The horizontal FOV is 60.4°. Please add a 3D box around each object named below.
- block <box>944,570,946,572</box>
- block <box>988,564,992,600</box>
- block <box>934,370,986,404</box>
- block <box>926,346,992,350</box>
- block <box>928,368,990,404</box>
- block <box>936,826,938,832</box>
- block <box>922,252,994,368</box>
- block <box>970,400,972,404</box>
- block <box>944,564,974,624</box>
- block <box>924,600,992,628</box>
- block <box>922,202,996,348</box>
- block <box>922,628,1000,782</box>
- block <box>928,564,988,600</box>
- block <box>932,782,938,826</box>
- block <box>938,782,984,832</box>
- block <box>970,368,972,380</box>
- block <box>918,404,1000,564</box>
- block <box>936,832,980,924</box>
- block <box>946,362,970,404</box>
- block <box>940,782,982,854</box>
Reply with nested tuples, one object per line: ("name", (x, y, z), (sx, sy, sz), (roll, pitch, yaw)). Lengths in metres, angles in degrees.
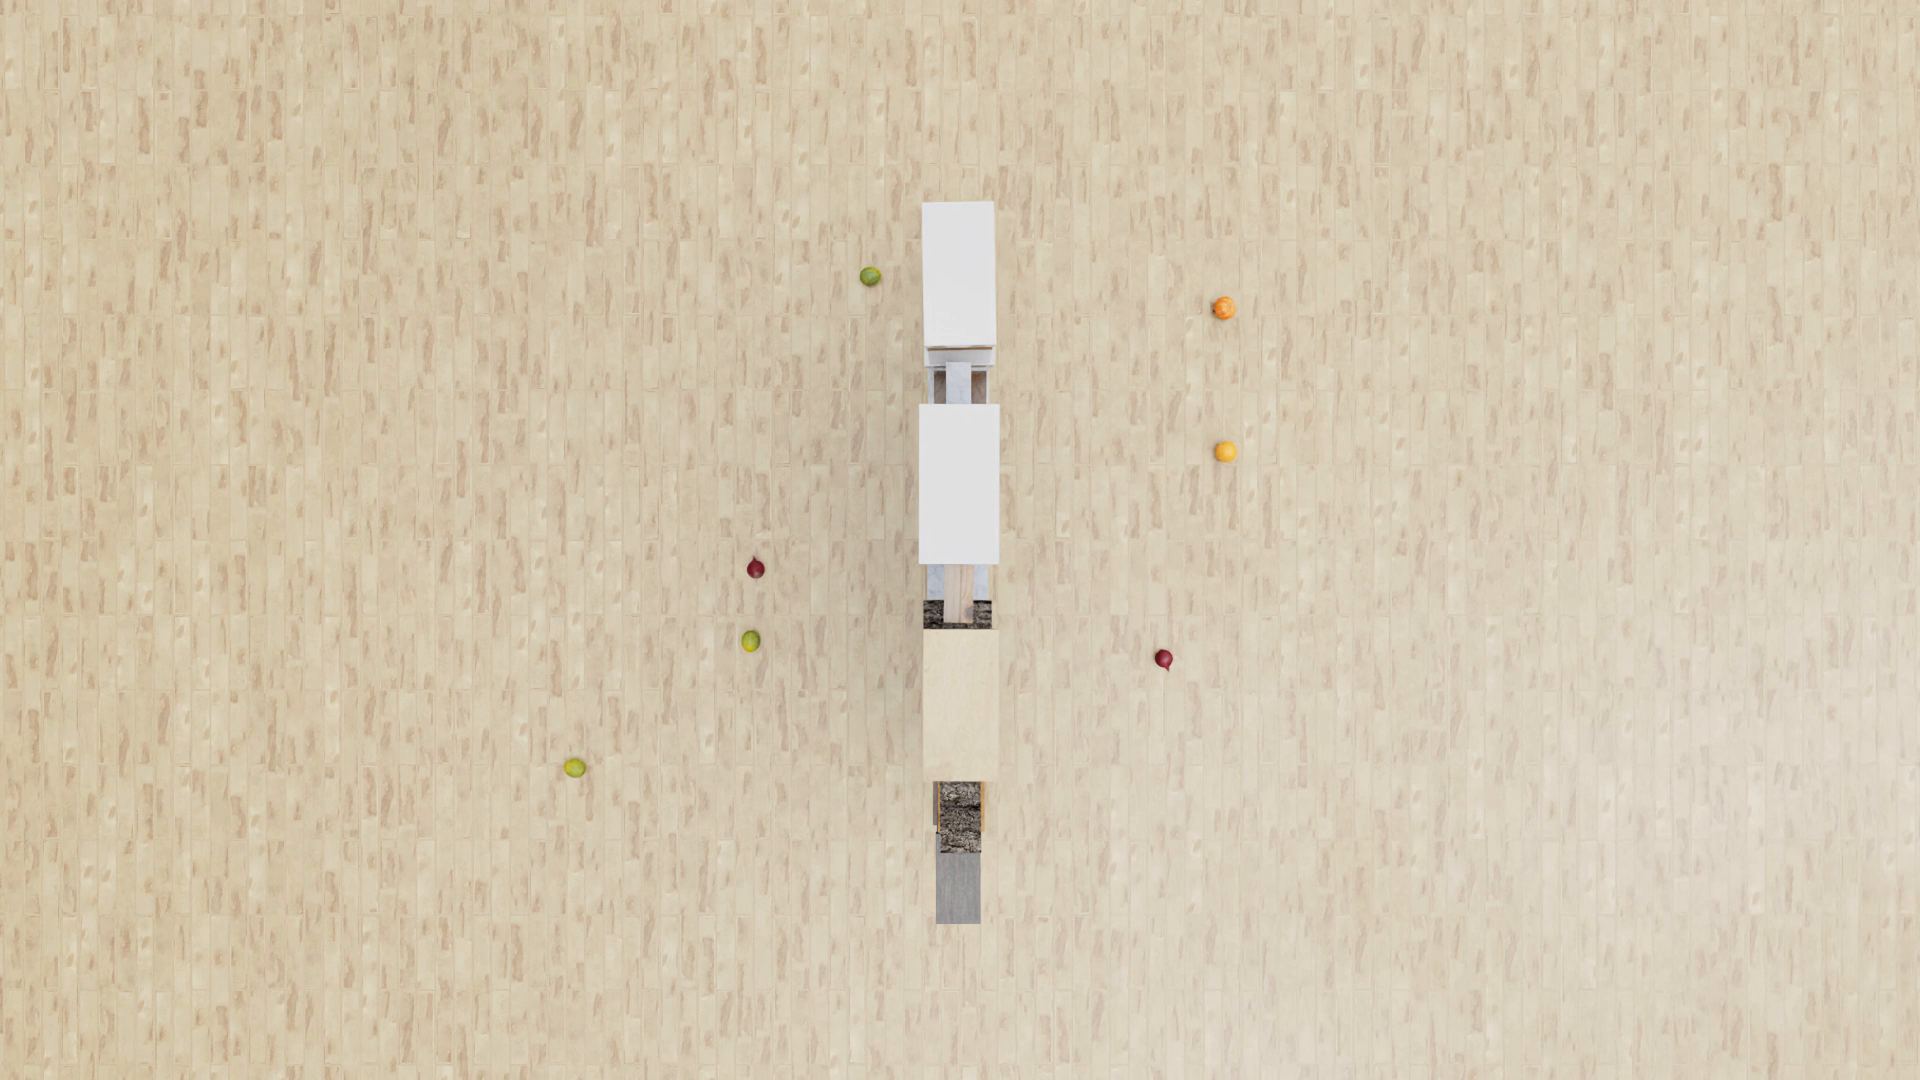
("block", (-0.002, 0.082, 4.058), (0.070, 0.140, 0.020), (0, 90, 0))
("block", (0.002, 0.013, 4.499), (0.173, 0.049, 0.347), (0, 90, 0))
("block", (0.001, -0.291, 4.142), (0.132, 0.037, 0.264), (0, 90, 0))
("block", (-0.001, -0.486, 3.872), (0.159, 0.319, 0.045), (-1, 90, 0))
("block", (-0.004, -0.328, 4.447), (0.163, 0.046, 0.327), (0, 90, 0))
("block", (-0.005, 0.787, 4.354), (0.115, 0.230, 0.033), (0, 90, 0))
("block", (-0.004, -0.598, 4.056), (0.172, 0.049, 0.344), (-1, 90, 0))
("block", (-0.003, -0.330, 4.063), (0.060, 0.120, 0.017), (0, 90, 0))
("block", (-0.003, 0.130, 3.978), (0.070, 0.020, 0.140), (2, 90, 0))
("block", (-0.006, 0.328, 4.192), (0.174, 0.049, 0.347), (0, 90, 0))
("block", (-0.002, -0.593, 3.690), (0.159, 0.045, 0.319), (-1, 90, 0))
("block", (0.002, 0.378, 3.796), (0.173, 0.049, 0.346), (0, 90, 0))
("block", (-0.005, -0.003, 4.149), (0.152, 0.043, 0.304), (0, 90, 0))
("block", (-0.004, 0.635, 4.489), (0.139, 0.039, 0.278), (0, 90, 0))
("block", (0.003, 0.626, 4.216), (0.118, 0.034, 0.237), (0, 90, 0))
("block", (-0.003, -0.410, 4.063), (0.060, 0.120, 0.017), (0, 90, 0))
("block", (-0.002, -0.126, 3.738), (0.180, 0.051, 0.360), (0, 90, 0))
("block", (-0.005, 0.865, 4.223), (0.115, 0.033, 0.230), (0, 90, 0))
("block", (-0.003, -0.370, 3.995), (0.060, 0.017, 0.120), (0, 90, 0))
("block", (0.001, 0.655, 3.987), (0.099, 0.028, 0.198), (-1, 90, 0))
